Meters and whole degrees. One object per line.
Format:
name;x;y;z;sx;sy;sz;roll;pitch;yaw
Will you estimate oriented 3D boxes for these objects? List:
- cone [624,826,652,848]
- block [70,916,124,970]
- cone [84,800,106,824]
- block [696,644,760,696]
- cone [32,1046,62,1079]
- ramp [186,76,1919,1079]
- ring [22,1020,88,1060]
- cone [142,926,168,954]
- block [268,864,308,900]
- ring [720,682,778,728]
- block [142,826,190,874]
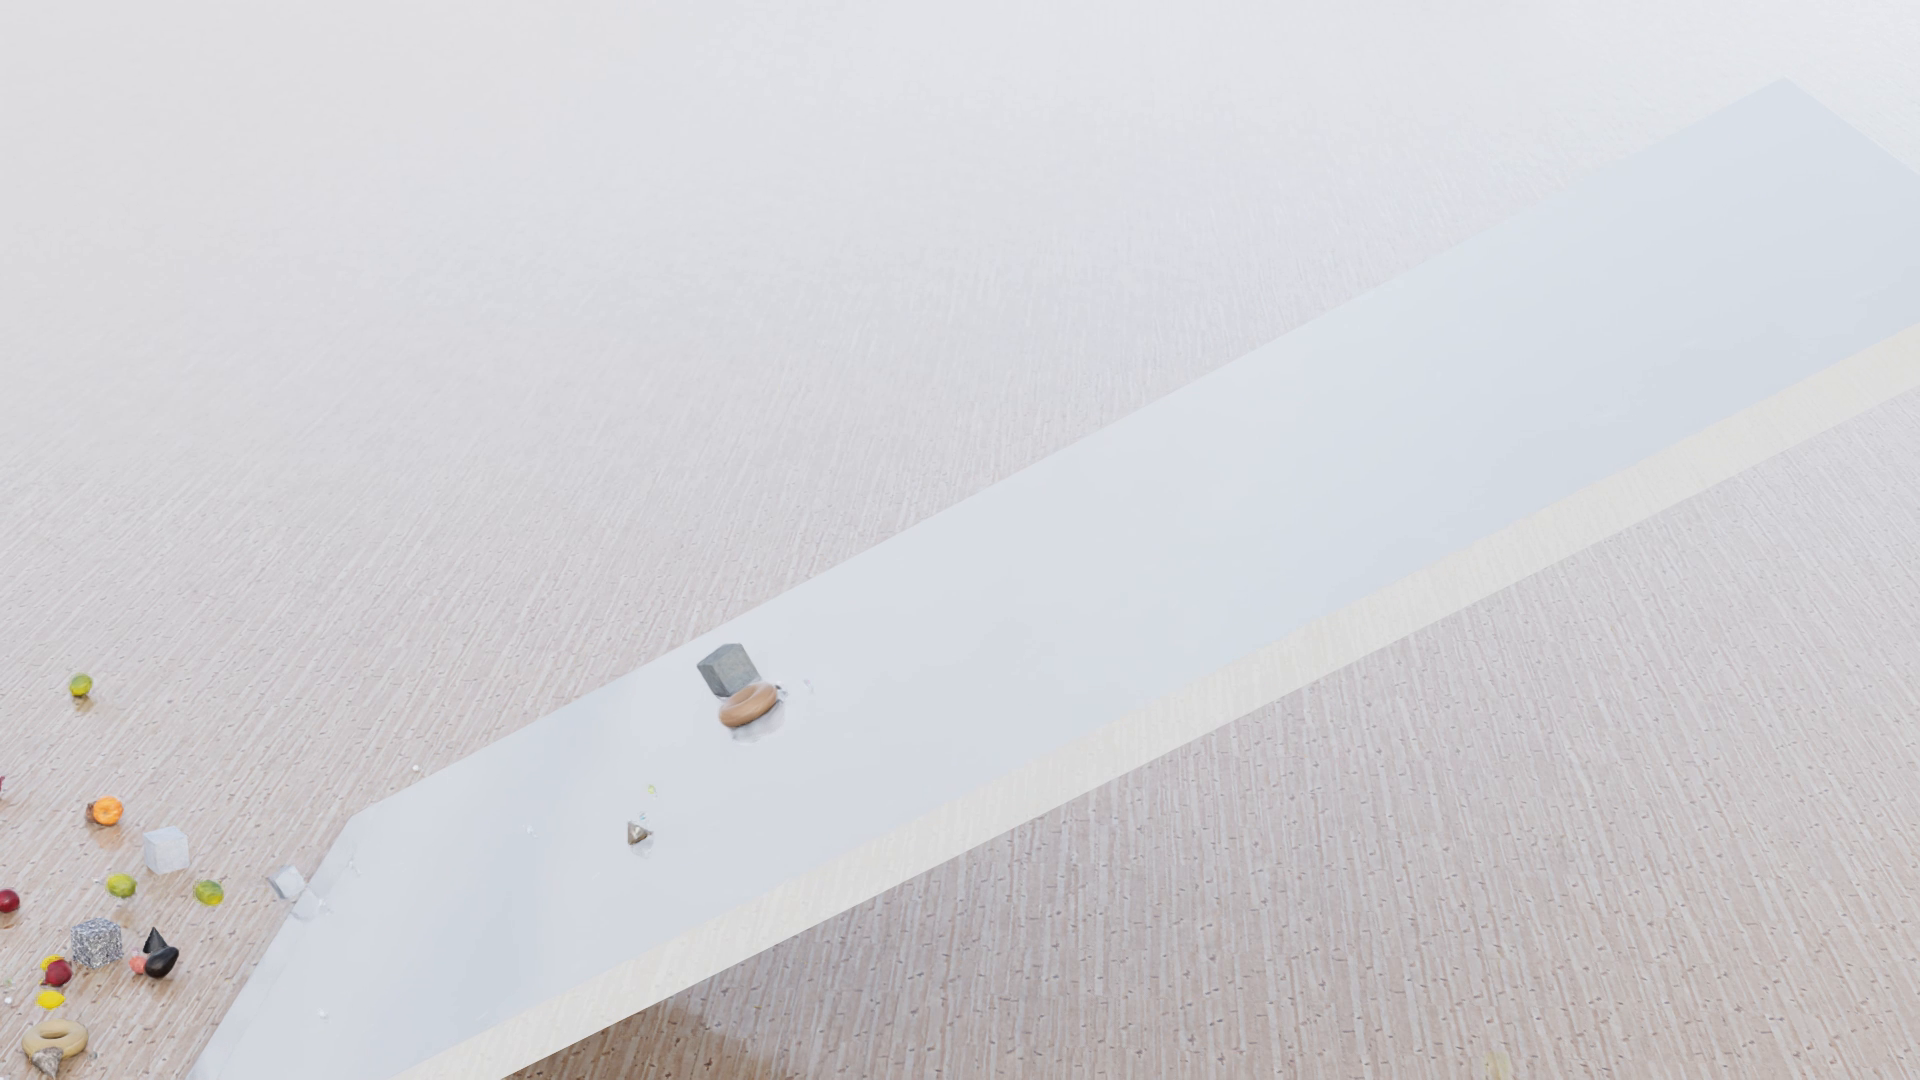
cone;-0.660;0.609;6.104;0.052;0.052;0.052;-19;12;19
block;-2.055;0.959;7.000;0.083;0.083;0.083;14;23;37
cone;-2.309;0.728;7.807;0.060;0.060;0.060;-20;1;41
block;-0.536;0.300;6.788;0.088;0.088;0.088;-37;16;-25
cone;-1.997;1.160;6.464;0.067;0.067;0.067;-10;49;-28
ramp;0.142;0.167;6.282;4.000;0.100;2.000;-27;14;11
ring;-2.021;1.117;6.570;0.145;0.048;0.145;1;19;0
cone;-1.932;0.953;7.055;0.062;0.062;0.062;0;18;0
block;-1.648;0.839;7.205;0.060;0.060;0.060;-39;15;-27
ring;-0.469;0.364;6.517;0.144;0.048;0.144;-27;15;8
block;-2.028;0.792;7.513;0.085;0.085;0.085;-13;22;-35
